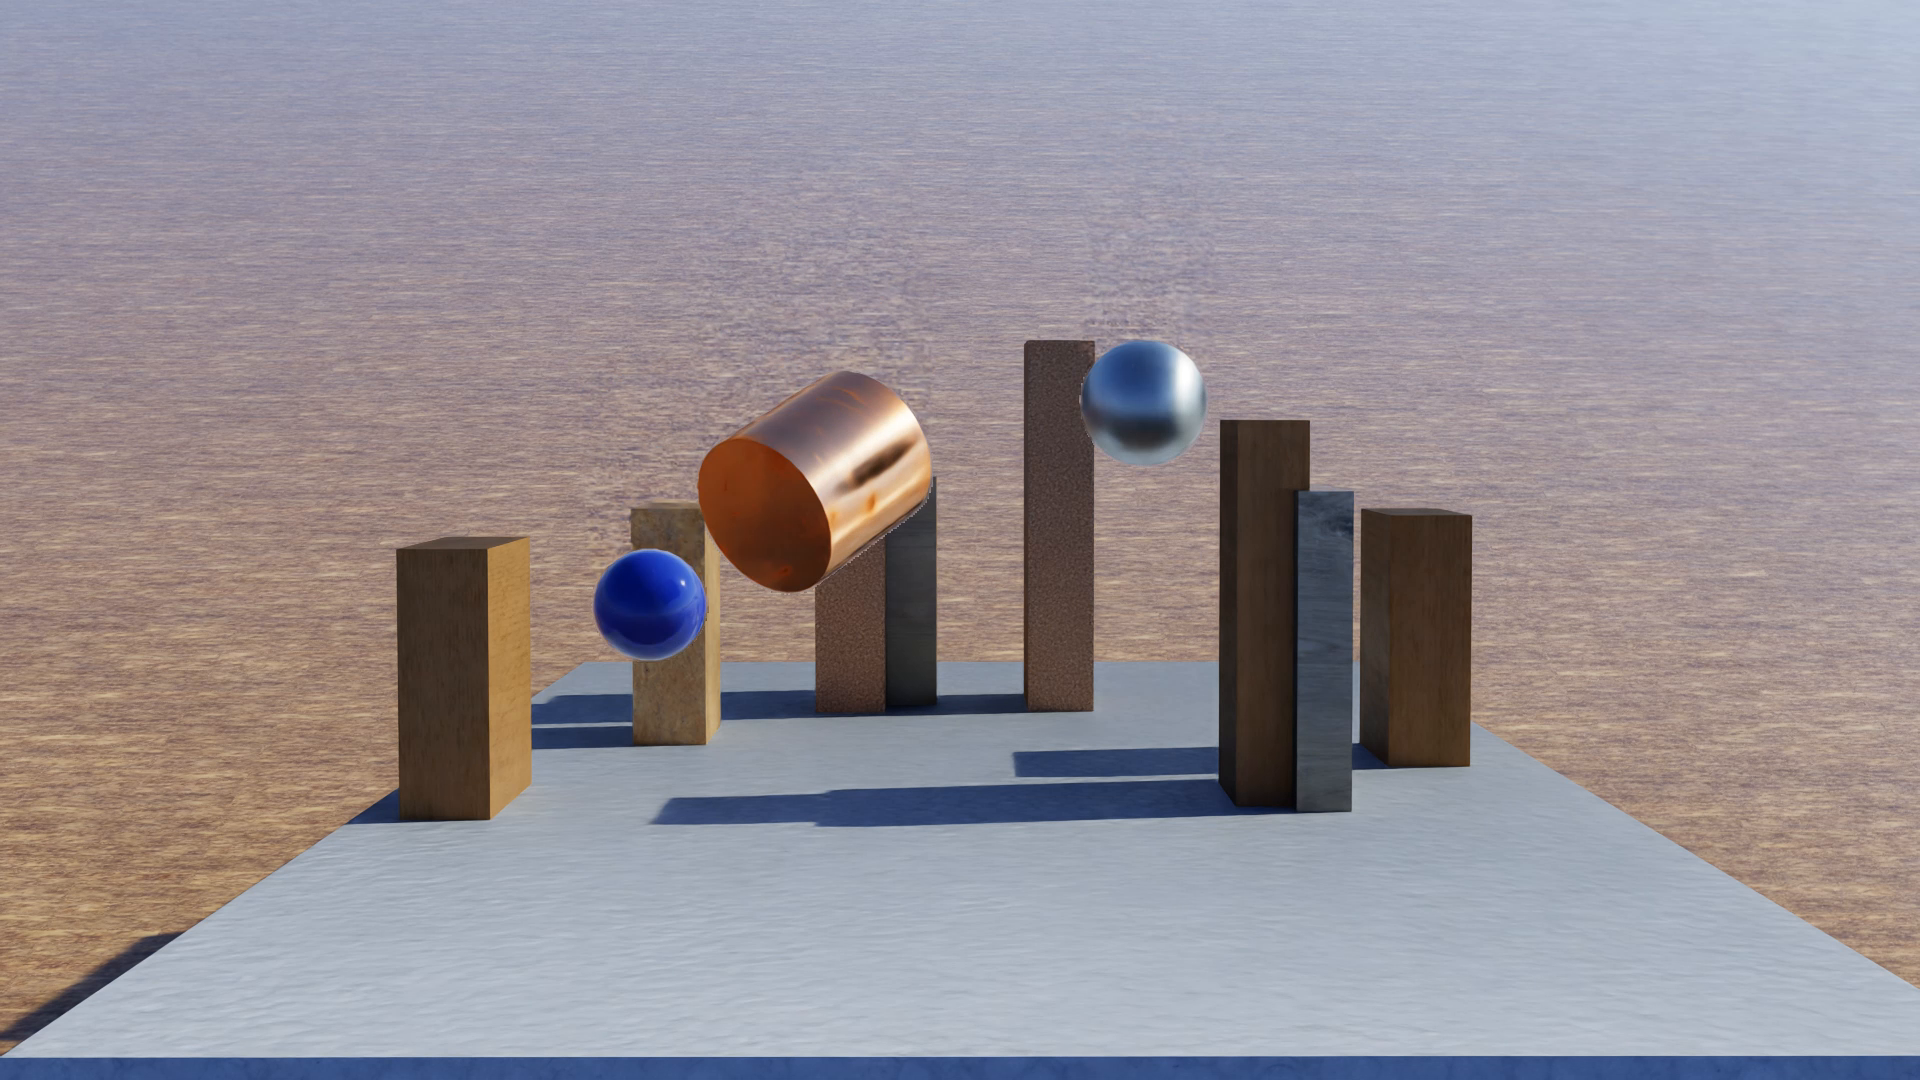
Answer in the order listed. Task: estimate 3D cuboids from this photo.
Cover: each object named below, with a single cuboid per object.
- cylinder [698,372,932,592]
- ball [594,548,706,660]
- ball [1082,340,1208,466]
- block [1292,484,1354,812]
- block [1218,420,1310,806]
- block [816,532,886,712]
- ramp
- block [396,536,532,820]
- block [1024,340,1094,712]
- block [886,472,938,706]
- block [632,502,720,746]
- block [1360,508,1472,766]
[{"bbox_3d":[-0.136,-0.056,2.418,0.157,0.157,0.157,15,35,32],"label":"cylinder"},{"bbox_3d":[-0.313,0.065,2.591,0.113,0.113,0.113,0,22,0],"label":"ball"},{"bbox_3d":[0.171,-0.128,2.384,0.116,0.116,0.116,0,22,0],"label":"ball"},{"bbox_3d":[0.577,0.168,4.257,0.087,0.509,0.387,0,3,0],"label":"block"},{"bbox_3d":[0.500,0.112,4.252,0.115,0.620,0.274,0,3,0],"label":"block"},{"bbox_3d":[-0.232,0.143,5.551,0.146,0.430,0.278,0,3,0],"label":"block"},{"bbox_3d":[0.051,0.459,4.533,2.000,0.100,4.000,0,3,0],"label":"ramp"},{"bbox_3d":[-0.802,0.215,4.185,0.141,0.422,0.392,0,3,0],"label":"block"},{"bbox_3d":[0.213,-0.037,5.598,0.139,0.784,0.350,0,3,0],"label":"block"},{"bbox_3d":[-0.110,0.102,5.718,0.117,0.495,0.340,0,3,0],"label":"block"},{"bbox_3d":[-0.554,0.158,5.041,0.138,0.451,0.310,0,3,0],"label":"block"},{"bbox_3d":[0.838,0.172,4.748,0.146,0.450,0.331,0,3,0],"label":"block"}]
